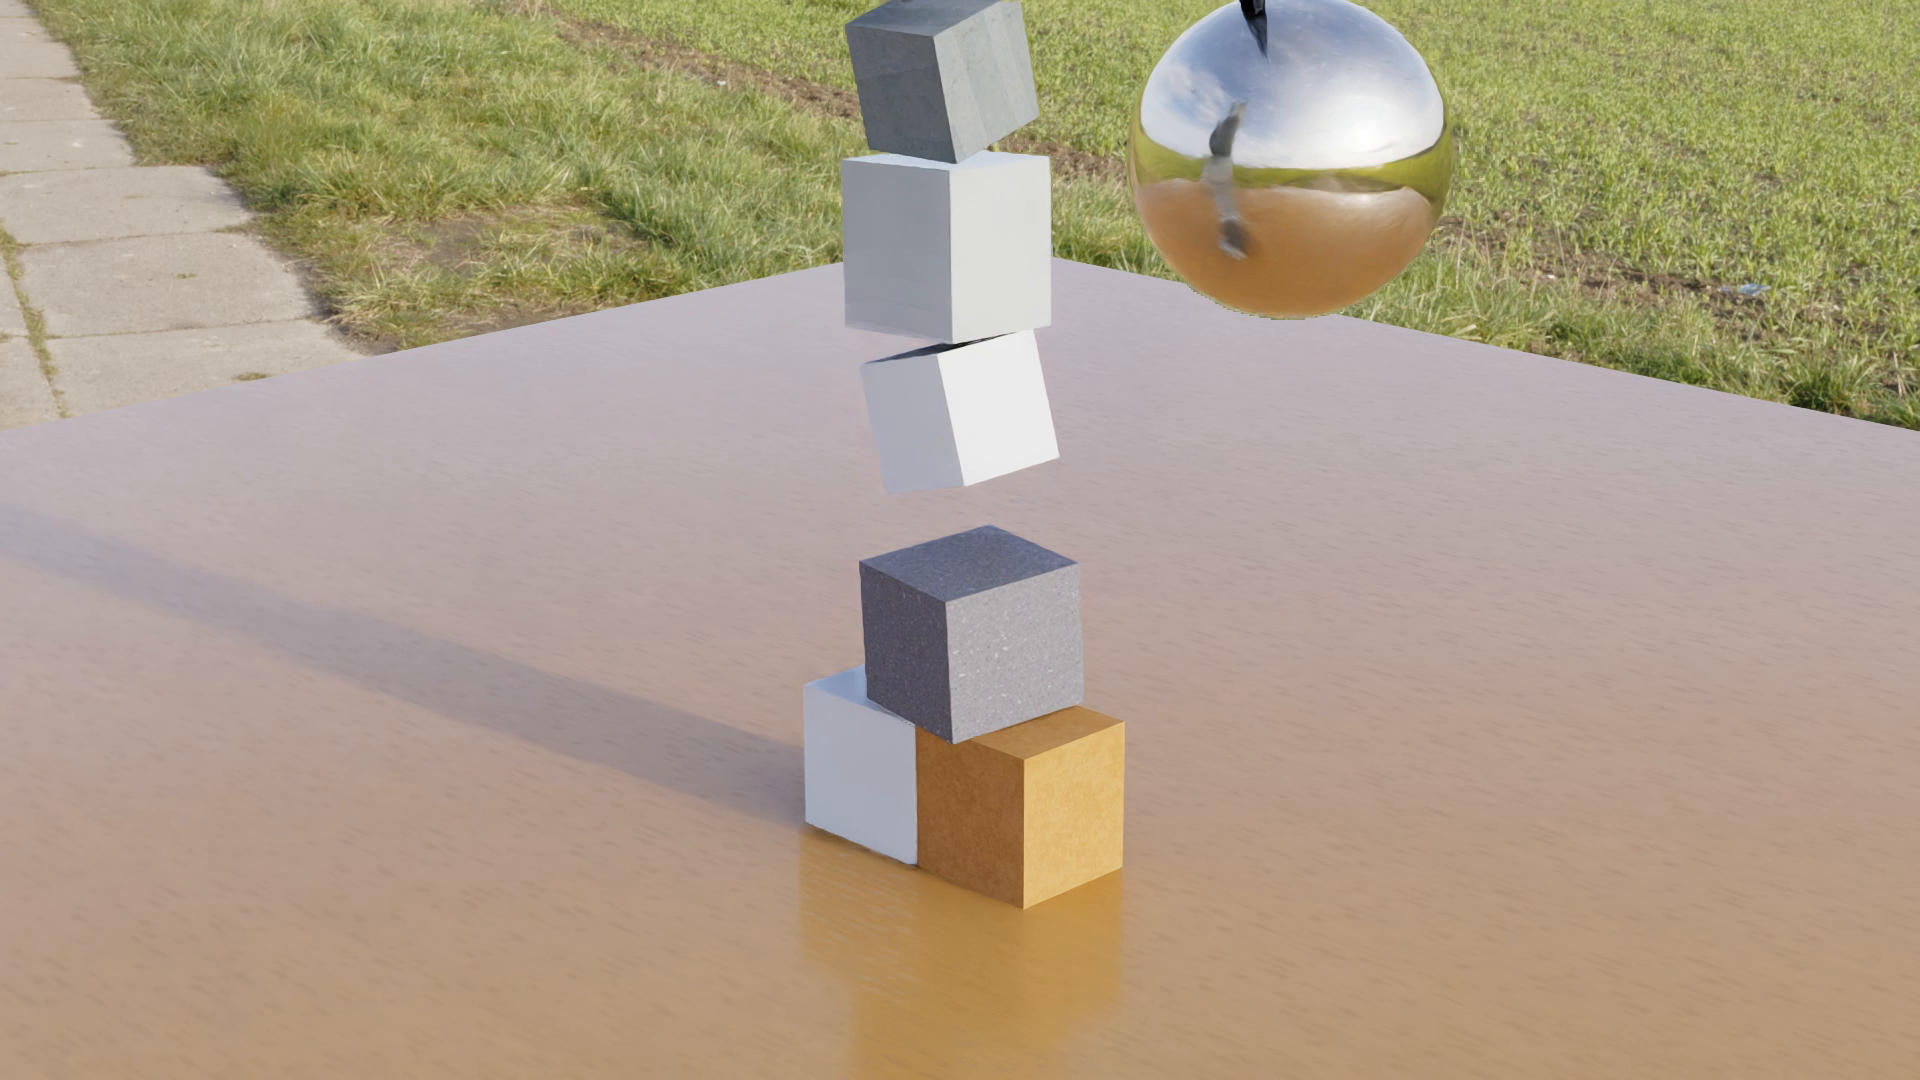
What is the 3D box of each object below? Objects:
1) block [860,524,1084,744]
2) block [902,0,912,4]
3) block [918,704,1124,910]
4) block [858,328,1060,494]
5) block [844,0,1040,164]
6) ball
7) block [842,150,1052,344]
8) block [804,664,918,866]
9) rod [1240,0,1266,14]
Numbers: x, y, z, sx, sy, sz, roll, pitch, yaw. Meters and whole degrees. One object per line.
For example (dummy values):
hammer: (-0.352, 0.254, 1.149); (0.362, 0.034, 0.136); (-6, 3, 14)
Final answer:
block: (0.055, 0.419, 13.414); (0.737, 0.680, 0.695); (-16, 24, -32)
block: (-0.184, -2.570, 12.294); (0.383, 0.408, 0.379); (41, 42, 13)
block: (0.278, 1.165, 13.437); (0.676, 0.718, 0.660); (17, 24, 42)
block: (-0.003, -0.576, 13.106); (0.587, 0.589, 0.535); (-18, 9, -40)
block: (-0.074, -2.040, 12.750); (0.525, 0.580, 0.557); (16, 38, 40)
ball: (1.623, -1.895, 14.447); (1.600, 1.600, 1.600); (0, 17, 0)
block: (-0.059, -1.318, 13.006); (0.673, 0.750, 0.628); (12, 19, 43)
block: (-0.216, 1.018, 13.934); (0.748, 0.703, 0.730); (17, 24, 42)
rod: (0.703, -4.616, 12.628); (0.080, 5.200, 0.080); (17, 46, 42)
